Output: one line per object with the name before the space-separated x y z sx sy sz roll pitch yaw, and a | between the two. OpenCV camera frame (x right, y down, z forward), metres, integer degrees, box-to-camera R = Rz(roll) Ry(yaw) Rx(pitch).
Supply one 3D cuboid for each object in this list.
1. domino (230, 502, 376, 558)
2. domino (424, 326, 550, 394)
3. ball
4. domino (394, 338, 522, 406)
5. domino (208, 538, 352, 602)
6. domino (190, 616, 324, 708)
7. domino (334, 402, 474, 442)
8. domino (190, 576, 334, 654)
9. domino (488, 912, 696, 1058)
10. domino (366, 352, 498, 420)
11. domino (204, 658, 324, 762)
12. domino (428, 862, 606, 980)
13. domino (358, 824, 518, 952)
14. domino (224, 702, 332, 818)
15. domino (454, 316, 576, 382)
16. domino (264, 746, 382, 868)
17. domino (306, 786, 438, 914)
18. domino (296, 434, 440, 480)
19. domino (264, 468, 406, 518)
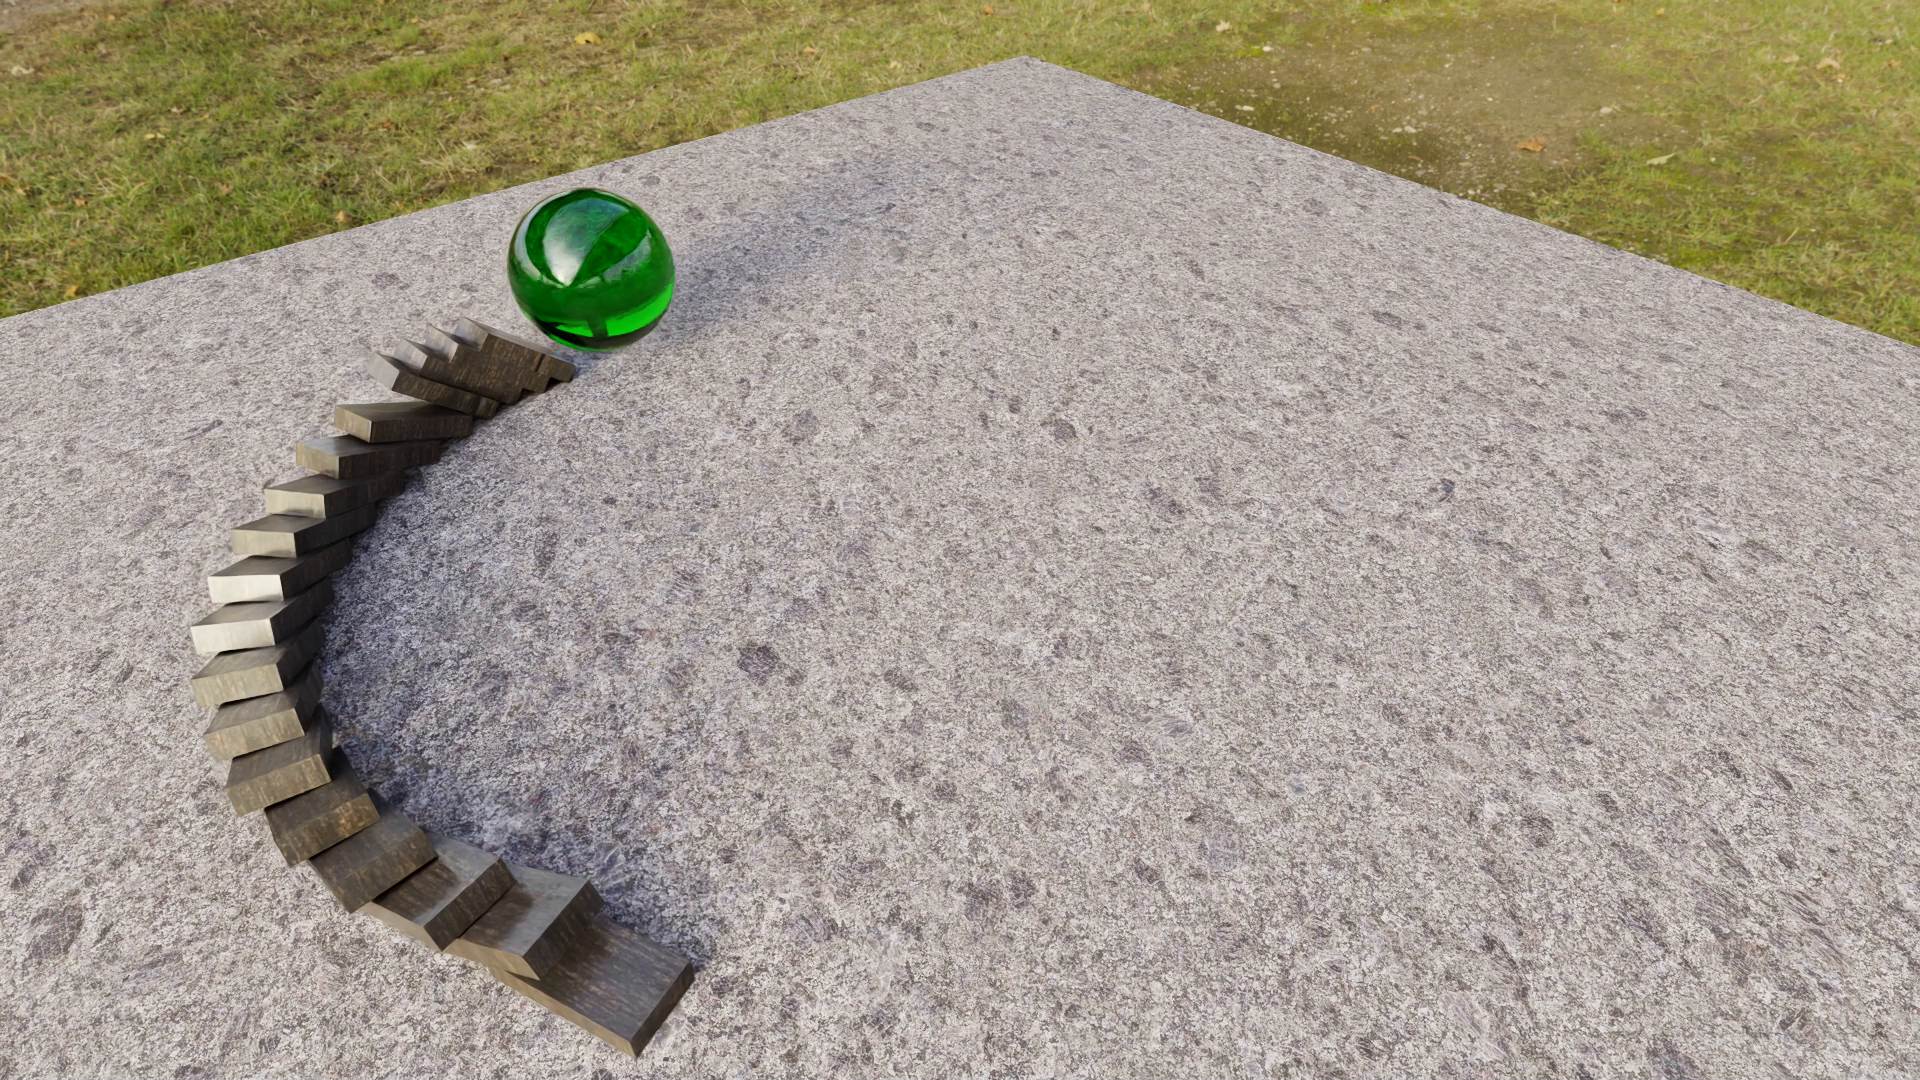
domino | -0.258 -0.005 0.435 0.025 0.010 0.050 3 16 4
domino | -0.224 -0.085 0.523 0.025 0.009 0.050 31 7 32
ball | -0.185 -0.135 0.553 0.080 0.080 0.080 0 39 0
domino | -0.234 -0.079 0.515 0.025 0.009 0.050 31 7 32
domino | -0.255 0.011 0.415 0.025 0.009 0.050 -2 16 -2
domino | -0.240 0.041 0.378 0.025 0.010 0.050 -11 17 -13
domino | -0.248 -0.053 0.492 0.025 0.010 0.050 21 18 24
domino | -0.250 0.026 0.396 0.025 0.010 0.050 -6 16 -7
domino | -0.101 0.117 0.300 0.050 0.010 0.025 18 43 20
domino | -0.242 -0.070 0.505 0.025 0.009 0.050 31 7 32
domino | -0.227 0.055 0.361 0.025 0.009 0.050 -17 19 -20
domino | -0.125 0.103 0.303 0.050 0.009 0.025 -2 33 33
domino | -0.151 0.097 0.311 0.050 0.010 0.025 2 34 38
domino | -0.213 0.068 0.345 0.025 0.010 0.050 -21 20 -24
domino | -0.214 -0.092 0.531 0.025 0.010 0.050 31 7 32
domino | -0.194 0.079 0.332 0.025 0.010 0.050 -29 24 -30
domino | -0.174 0.089 0.320 0.050 0.009 0.025 6 33 47
domino | -0.255 -0.038 0.475 0.025 0.010 0.050 17 19 20
domino | -0.256 -0.021 0.453 0.025 0.010 0.050 6 16 7
